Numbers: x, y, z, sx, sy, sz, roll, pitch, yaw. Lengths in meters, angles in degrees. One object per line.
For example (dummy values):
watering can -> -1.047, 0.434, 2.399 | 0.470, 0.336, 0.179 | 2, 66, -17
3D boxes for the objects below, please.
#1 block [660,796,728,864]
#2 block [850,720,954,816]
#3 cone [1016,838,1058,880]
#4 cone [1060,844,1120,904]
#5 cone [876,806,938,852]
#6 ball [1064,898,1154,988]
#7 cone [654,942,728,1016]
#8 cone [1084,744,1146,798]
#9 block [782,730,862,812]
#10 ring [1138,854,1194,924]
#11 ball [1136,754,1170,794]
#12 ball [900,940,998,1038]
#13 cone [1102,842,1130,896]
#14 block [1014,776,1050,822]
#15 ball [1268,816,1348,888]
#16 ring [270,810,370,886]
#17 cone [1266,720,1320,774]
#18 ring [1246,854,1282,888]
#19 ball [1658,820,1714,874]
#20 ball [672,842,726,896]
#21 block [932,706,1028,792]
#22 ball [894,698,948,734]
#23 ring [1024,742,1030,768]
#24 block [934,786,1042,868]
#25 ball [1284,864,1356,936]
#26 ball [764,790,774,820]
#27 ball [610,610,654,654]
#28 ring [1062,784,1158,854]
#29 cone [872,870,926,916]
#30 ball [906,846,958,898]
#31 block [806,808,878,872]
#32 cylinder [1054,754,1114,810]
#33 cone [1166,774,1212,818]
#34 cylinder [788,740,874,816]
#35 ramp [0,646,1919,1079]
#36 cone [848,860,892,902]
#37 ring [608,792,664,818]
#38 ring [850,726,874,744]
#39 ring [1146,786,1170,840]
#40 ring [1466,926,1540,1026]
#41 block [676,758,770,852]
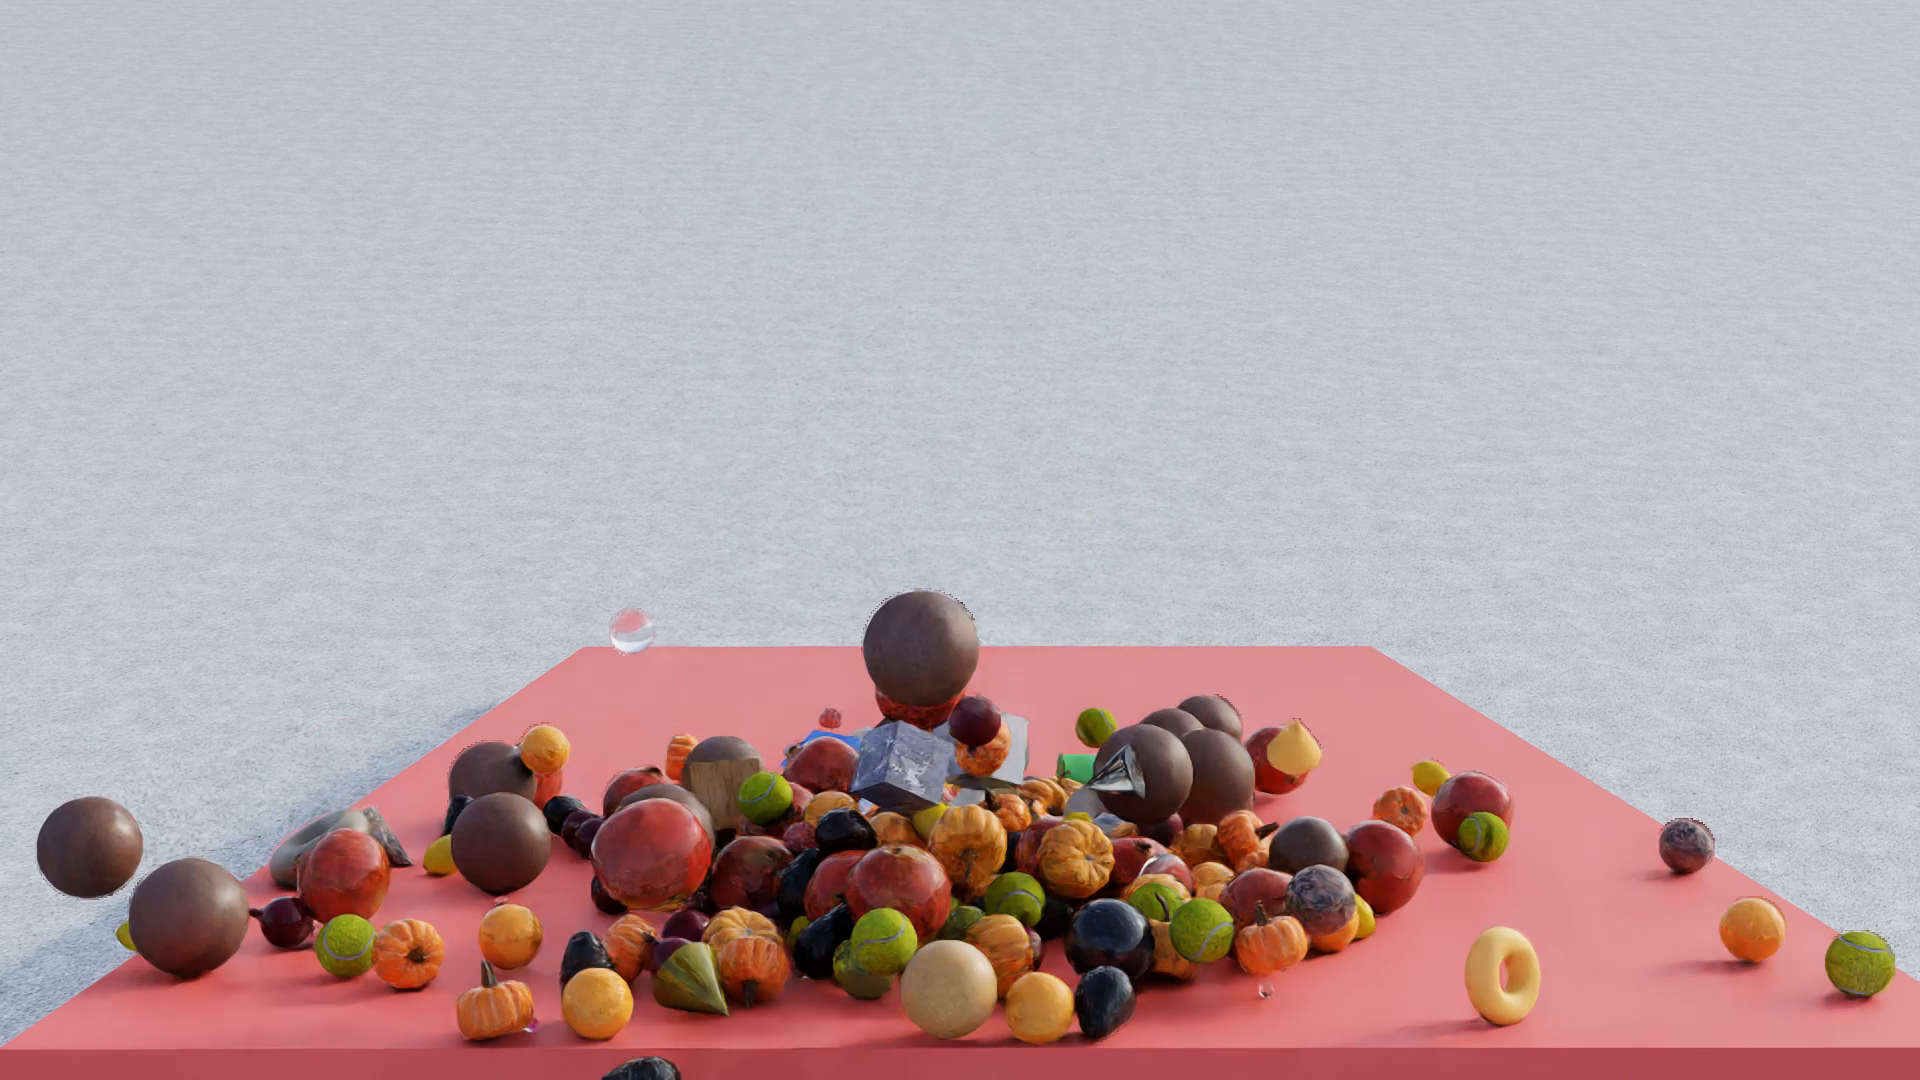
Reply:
block -> -0.367, 0.400, 3.546 | 0.076, 0.076, 0.076 | -1, 11, -19
block -> -0.069, 0.270, 3.032 | 0.078, 0.078, 0.078 | 27, -28, -26
cone -> 0.113, 0.423, 3.319 | 0.058, 0.058, 0.058 | 22, -14, 45
cone -> 0.168, 0.437, 3.293 | 0.077, 0.077, 0.077 | 2, -20, 6
cone -> -0.052, 0.418, 3.592 | 0.096, 0.096, 0.096 | -11, 35, -28
ball -> 0.159, 0.429, 2.736 | 0.096, 0.096, 0.096 | 0, 21, 0
cone -> -0.262, 0.472, 2.658 | 0.080, 0.080, 0.080 | -16, 33, -36
cone -> 0.177, 0.285, 3.059 | 0.067, 0.067, 0.067 | -20, 16, 15
block -> -0.192, 0.339, 3.721 | 0.084, 0.084, 0.084 | 8, 37, 34
ring -> 0.245, 0.414, 3.055 | 0.083, 0.083, 0.028 | -18, 5, -39
ball -> 0.300, 0.376, 4.095 | 0.070, 0.070, 0.070 | 0, 21, 0
ball -> -0.011, 0.447, 2.557 | 0.098, 0.098, 0.098 | 0, 21, 0
cone -> 0.202, 0.440, 3.321 | 0.069, 0.069, 0.069 | -12, 35, -28
block -> 0.097, 0.393, 3.882 | 0.060, 0.060, 0.060 | -1, 3, -17
ball -> 0.425, 0.386, 3.135 | 0.097, 0.097, 0.097 | 0, 21, 0
ring -> -0.845, 0.406, 3.390 | 0.143, 0.048, 0.143 | -26, 13, 7
cone -> 0.387, 0.227, 2.971 | 0.063, 0.063, 0.063 | -2, 47, 2
ring -> 0.433, 0.430, 3.336 | 0.122, 0.041, 0.122 | 1, -5, 0
ball -> 0.974, 0.412, 3.450 | 0.071, 0.071, 0.071 | 0, 21, 0
ball -> -0.335, 0.422, 3.306 | 0.069, 0.069, 0.069 | 0, 21, 0
block -> 0.023, 0.267, 3.285 | 0.086, 0.086, 0.086 | 19, -21, -38
ball -> -0.053, 0.284, 3.833 | 0.096, 0.096, 0.096 | 0, 21, 0
ring -> 0.051, 0.305, 3.640 | 0.097, 0.032, 0.097 | -6, 59, 10
block -> 0.038, 0.376, 3.421 | 0.084, 0.084, 0.084 | -50, 21, -28
ball -> 0.391, 0.390, 2.783 | 0.077, 0.077, 0.077 | 0, 21, 0
ball -> -0.307, 0.397, 3.804 | 0.062, 0.062, 0.062 | 0, 21, 0
ball -> -0.478, 0.135, 3.751 | 0.065, 0.065, 0.065 | 0, 21, 0
ring -> 0.206, 0.379, 3.526 | 0.136, 0.045, 0.136 | -10, 39, 9
cone -> -0.084, 0.450, 3.185 | 0.060, 0.060, 0.060 | -27, 17, 12
ball -> -0.033, 0.388, 3.000 | 0.060, 0.060, 0.060 | 0, 21, 0
block -> -0.159, 0.405, 3.464 | 0.061, 0.061, 0.061 | 0, 26, -41
cylinder -> 0.198, 0.374, 3.962 | 0.086, 0.086, 0.086 | 3, 20, -11
cone -> 0.352, 0.405, 3.905 | 0.072, 0.072, 0.072 | 27, 24, 3
cylinder -> -0.175, 0.345, 3.592 | 0.093, 0.093, 0.093 | 42, 39, 21
ramp -> 0.048, 0.436, 4.532 | 2.000, 0.100, 4.000 | 0, 3, 0
cone -> -0.113, 0.444, 3.299 | 0.056, 0.056, 0.056 | 1, -23, 3
ring -> -0.494, 0.405, 3.935 | 0.093, 0.031, 0.093 | -1, 4, 0
ring -> -0.168, 0.340, 4.012 | 0.118, 0.039, 0.118 | -41, 13, 12
ring -> 0.231, 0.396, 3.699 | 0.145, 0.048, 0.145 | -8, 19, 3
ring -> 0.557, 0.448, 2.637 | 0.101, 0.101, 0.034 | -18, 5, -40
block -> -0.320, 0.359, 3.460 | 0.096, 0.096, 0.096 | -3, 65, -19
